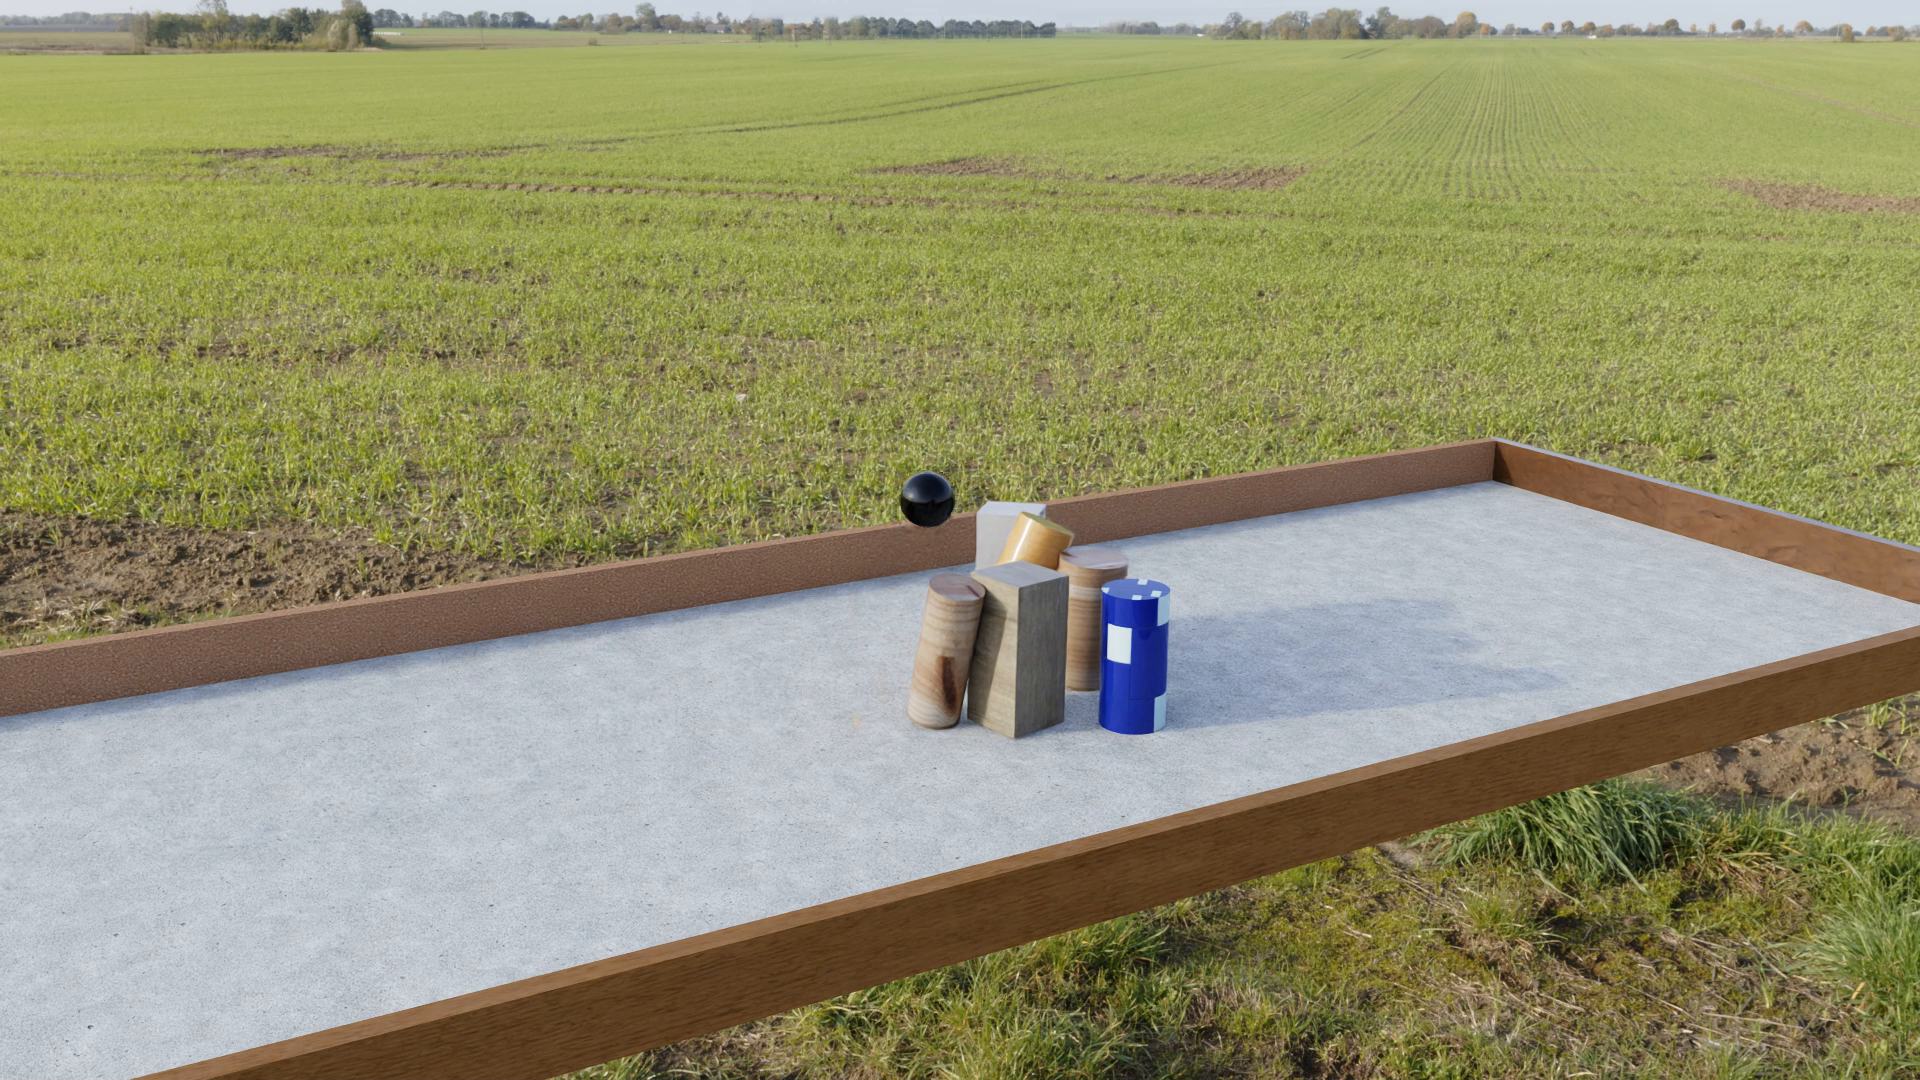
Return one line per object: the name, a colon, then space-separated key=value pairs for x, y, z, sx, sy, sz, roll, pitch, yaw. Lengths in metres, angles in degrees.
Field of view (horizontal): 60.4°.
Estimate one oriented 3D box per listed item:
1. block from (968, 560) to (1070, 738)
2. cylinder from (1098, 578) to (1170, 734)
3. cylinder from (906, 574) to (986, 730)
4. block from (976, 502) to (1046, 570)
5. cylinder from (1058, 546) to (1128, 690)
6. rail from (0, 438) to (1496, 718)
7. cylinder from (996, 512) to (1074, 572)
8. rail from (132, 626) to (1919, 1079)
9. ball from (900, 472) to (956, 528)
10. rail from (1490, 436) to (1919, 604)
block: x=0.134 y=0.252 z=3.849 sx=0.162 sy=0.362 sz=0.162 roll=-12 pitch=20 yaw=-40
cylinder: x=0.406 y=0.271 z=3.848 sx=0.158 sy=0.329 sz=0.158 roll=0 pitch=16 yaw=0
cylinder: x=-0.035 y=0.260 z=3.823 sx=0.129 sy=0.345 sz=0.129 roll=9 pitch=26 yaw=-4
block: x=0.133 y=0.100 z=4.339 sx=0.157 sy=0.373 sz=0.157 roll=3 pitch=14 yaw=11
cylinder: x=0.317 y=0.194 z=4.108 sx=0.171 sy=0.318 sz=0.171 roll=4 pitch=18 yaw=-1
rail: x=-3.305 y=0.497 z=3.399 sx=12.000 sy=0.150 sz=0.050 roll=-9 pitch=18 yaw=-27
cylinder: x=0.143 y=0.134 z=4.164 sx=0.149 sy=0.387 sz=0.149 roll=23 pitch=8 yaw=-3
rail: x=-2.336 y=1.006 z=1.665 sx=12.000 sy=0.150 sz=0.050 roll=-9 pitch=18 yaw=-27
ball: x=-0.098 y=-0.121 z=4.955 sx=0.168 sy=0.168 sz=0.168 roll=0 pitch=16 yaw=0
rail: x=2.466 y=-0.048 z=5.253 sx=0.050 sy=0.150 sz=2.100 roll=-9 pitch=18 yaw=-27
